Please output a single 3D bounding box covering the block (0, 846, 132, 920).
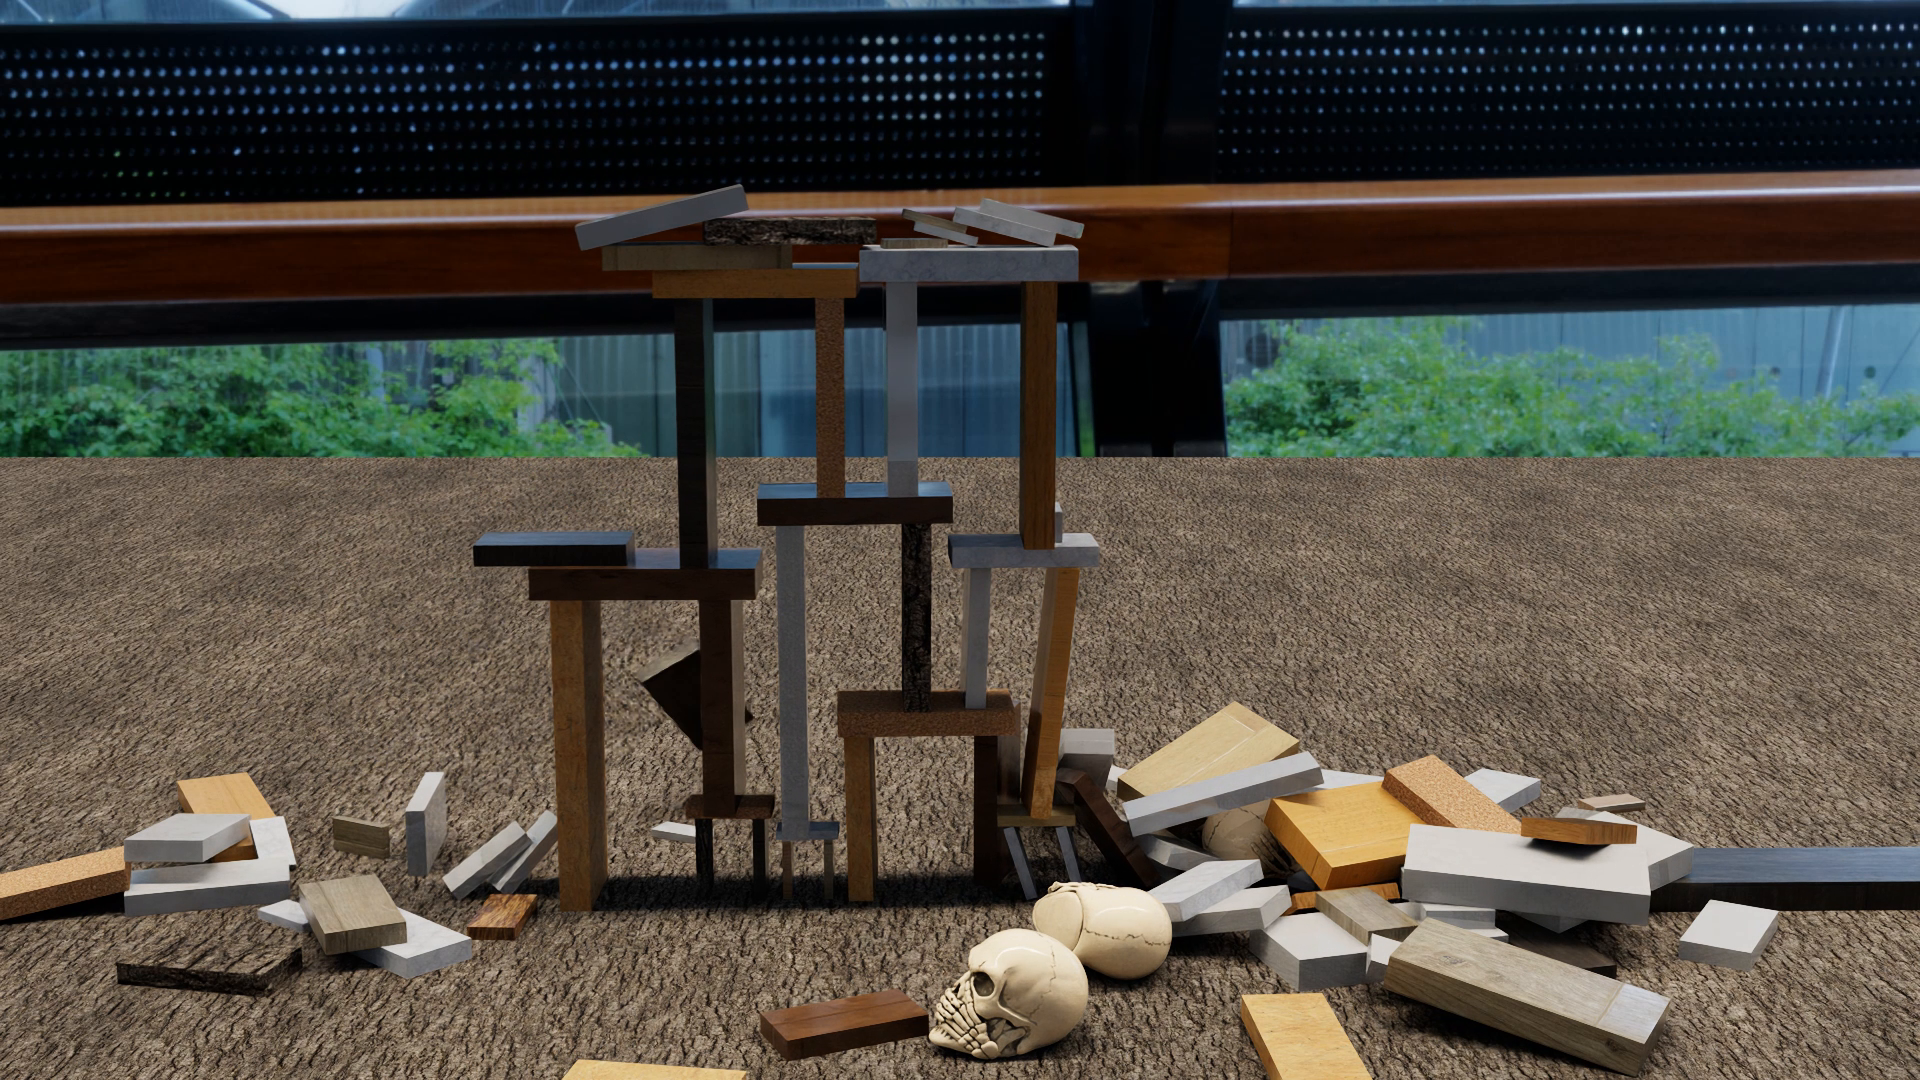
[{"bbox_3d":[-1.495,0.566,3.595,0.257,0.036,0.129,-12,14,-17],"label":"block"}]

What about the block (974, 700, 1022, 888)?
[{"bbox_3d":[0.064,0.429,3.747,0.041,0.287,0.144,3,11,17],"label":"block"}]

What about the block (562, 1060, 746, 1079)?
[{"bbox_3d":[-0.405,0.723,2.863,0.231,0.033,0.116,2,11,9],"label":"block"}]

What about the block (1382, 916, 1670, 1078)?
[{"bbox_3d":[0.799,0.640,3.103,0.358,0.051,0.179,16,17,26],"label":"block"}]

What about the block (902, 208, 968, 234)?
[{"bbox_3d":[-0.041,-0.506,3.491,0.102,0.014,0.051,13,8,-8],"label":"block"}]

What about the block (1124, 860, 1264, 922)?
[{"bbox_3d":[0.371,0.554,3.472,0.109,0.031,0.219,-11,4,43],"label":"block"}]

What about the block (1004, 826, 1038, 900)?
[{"bbox_3d":[0.100,0.528,3.657,0.018,0.128,0.064,-18,10,4],"label":"block"}]

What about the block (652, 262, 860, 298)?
[{"bbox_3d":[-0.319,-0.411,3.481,0.315,0.045,0.158,0,11,0],"label":"block"}]

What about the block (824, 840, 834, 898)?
[{"bbox_3d":[-0.217,0.540,3.659,0.015,0.103,0.051,0,11,0],"label":"block"}]

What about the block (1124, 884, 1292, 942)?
[{"bbox_3d":[0.388,0.584,3.443,0.234,0.033,0.117,-12,3,31],"label":"block"}]

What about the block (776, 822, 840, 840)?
[{"bbox_3d":[-0.252,0.482,3.648,0.103,0.015,0.051,0,11,0],"label":"block"}]

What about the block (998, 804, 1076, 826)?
[{"bbox_3d":[0.126,0.456,3.644,0.128,0.018,0.064,0,11,1],"label":"block"}]

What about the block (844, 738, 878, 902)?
[{"bbox_3d":[-0.165,0.442,3.676,0.041,0.287,0.144,-1,10,1],"label":"block"}]

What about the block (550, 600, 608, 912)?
[{"bbox_3d":[-0.626,0.334,3.627,0.051,0.518,0.179,0,11,0],"label":"block"}]

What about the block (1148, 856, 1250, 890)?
[{"bbox_3d":[0.383,0.570,3.693,0.109,0.031,0.219,-5,11,-23],"label":"block"}]

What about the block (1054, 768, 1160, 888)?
[{"bbox_3d":[0.240,0.479,3.673,0.031,0.219,0.109,-39,11,-16],"label":"block"}]

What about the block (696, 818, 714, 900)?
[{"bbox_3d":[-0.425,0.520,3.659,0.020,0.140,0.070,0,11,0],"label":"block"}]

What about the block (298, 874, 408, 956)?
[{"bbox_3d":[-0.950,0.583,3.435,0.121,0.034,0.242,-5,12,-25],"label":"block"}]

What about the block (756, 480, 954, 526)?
[{"bbox_3d":[-0.171,-0.060,3.555,0.310,0.044,0.155,-1,11,-4],"label":"block"}]

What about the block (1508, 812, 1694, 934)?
[{"bbox_3d":[1.010,0.534,3.565,0.349,0.049,0.175,-13,21,-36],"label":"block"}]

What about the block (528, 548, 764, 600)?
[{"bbox_3d":[-0.506,0.054,3.574,0.358,0.051,0.179,0,11,-1],"label":"block"}]

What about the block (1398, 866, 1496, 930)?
[{"bbox_3d":[0.766,0.562,3.468,0.106,0.030,0.211,0,11,0],"label":"block"}]

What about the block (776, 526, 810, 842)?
[{"bbox_3d":[-0.273,0.219,3.600,0.044,0.520,0.155,-1,11,-3],"label":"block"}]

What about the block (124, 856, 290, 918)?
[{"bbox_3d":[-1.247,0.575,3.652,0.257,0.036,0.128,-3,11,-17],"label":"block"}]

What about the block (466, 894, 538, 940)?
[{"bbox_3d":[-0.734,0.605,3.530,0.076,0.022,0.152,0,11,2],"label":"block"}]

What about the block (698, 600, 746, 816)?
[{"bbox_3d":[-0.389,0.255,3.612,0.051,0.358,0.179,0,11,0],"label":"block"}]

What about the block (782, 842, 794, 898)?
[{"bbox_3d":[-0.286,0.540,3.659,0.015,0.103,0.051,0,11,0],"label":"block"}]

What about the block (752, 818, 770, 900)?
[{"bbox_3d":[-0.331,0.521,3.658,0.020,0.140,0.070,0,11,0],"label":"block"}]

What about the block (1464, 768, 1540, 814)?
[{"bbox_3d":[0.988,0.484,4.146,0.120,0.034,0.239,8,13,37],"label":"block"}]

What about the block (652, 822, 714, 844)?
[{"bbox_3d":[-0.500,0.528,3.964,0.101,0.014,0.050,5,12,26],"label":"block"}]

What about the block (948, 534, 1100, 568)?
[{"bbox_3d":[0.102,0.017,3.571,0.236,0.033,0.118,-1,10,-4],"label":"block"}]

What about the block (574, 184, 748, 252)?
[{"bbox_3d":[-0.463,-0.503,3.422,0.264,0.037,0.132,-15,12,-5],"label":"block"}]

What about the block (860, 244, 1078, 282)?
[{"bbox_3d":[0.013,-0.440,3.488,0.339,0.048,0.170,0,11,-1],"label":"block"}]

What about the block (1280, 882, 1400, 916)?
[{"bbox_3d":[0.603,0.581,3.521,0.178,0.025,0.089,-3,-23,-17],"label":"block"}]

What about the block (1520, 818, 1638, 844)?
[{"bbox_3d":[0.991,0.465,3.514,0.106,0.030,0.212,3,-4,38],"label":"block"}]

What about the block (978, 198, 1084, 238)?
[{"bbox_3d":[0.115,-0.516,3.524,0.163,0.023,0.081,16,10,5],"label":"block"}]

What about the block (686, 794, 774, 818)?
[{"bbox_3d":[-0.380,0.442,3.644,0.140,0.020,0.070,0,11,1],"label":"block"}]

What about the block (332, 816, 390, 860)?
[{"bbox_3d":[-1.053,0.523,3.869,0.116,0.058,0.016,6,12,28],"label":"block"}]

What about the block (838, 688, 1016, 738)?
[{"bbox_3d":[-0.058,0.285,3.626,0.287,0.041,0.144,0,11,-3],"label":"block"}]

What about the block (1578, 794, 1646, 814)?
[{"bbox_3d":[1.223,0.497,4.128,0.110,0.016,0.055,-4,11,-19],"label":"block"}]

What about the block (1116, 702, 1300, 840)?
[{"bbox_3d":[0.435,0.399,3.845,0.302,0.043,0.151,-28,43,-33],"label":"block"}]

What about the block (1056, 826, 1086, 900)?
[{"bbox_3d":[0.185,0.527,3.658,0.018,0.128,0.064,-15,9,6],"label":"block"}]

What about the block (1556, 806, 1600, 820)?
[{"bbox_3d":[1.118,0.519,3.999,0.071,0.020,0.141,5,12,27],"label":"block"}]
